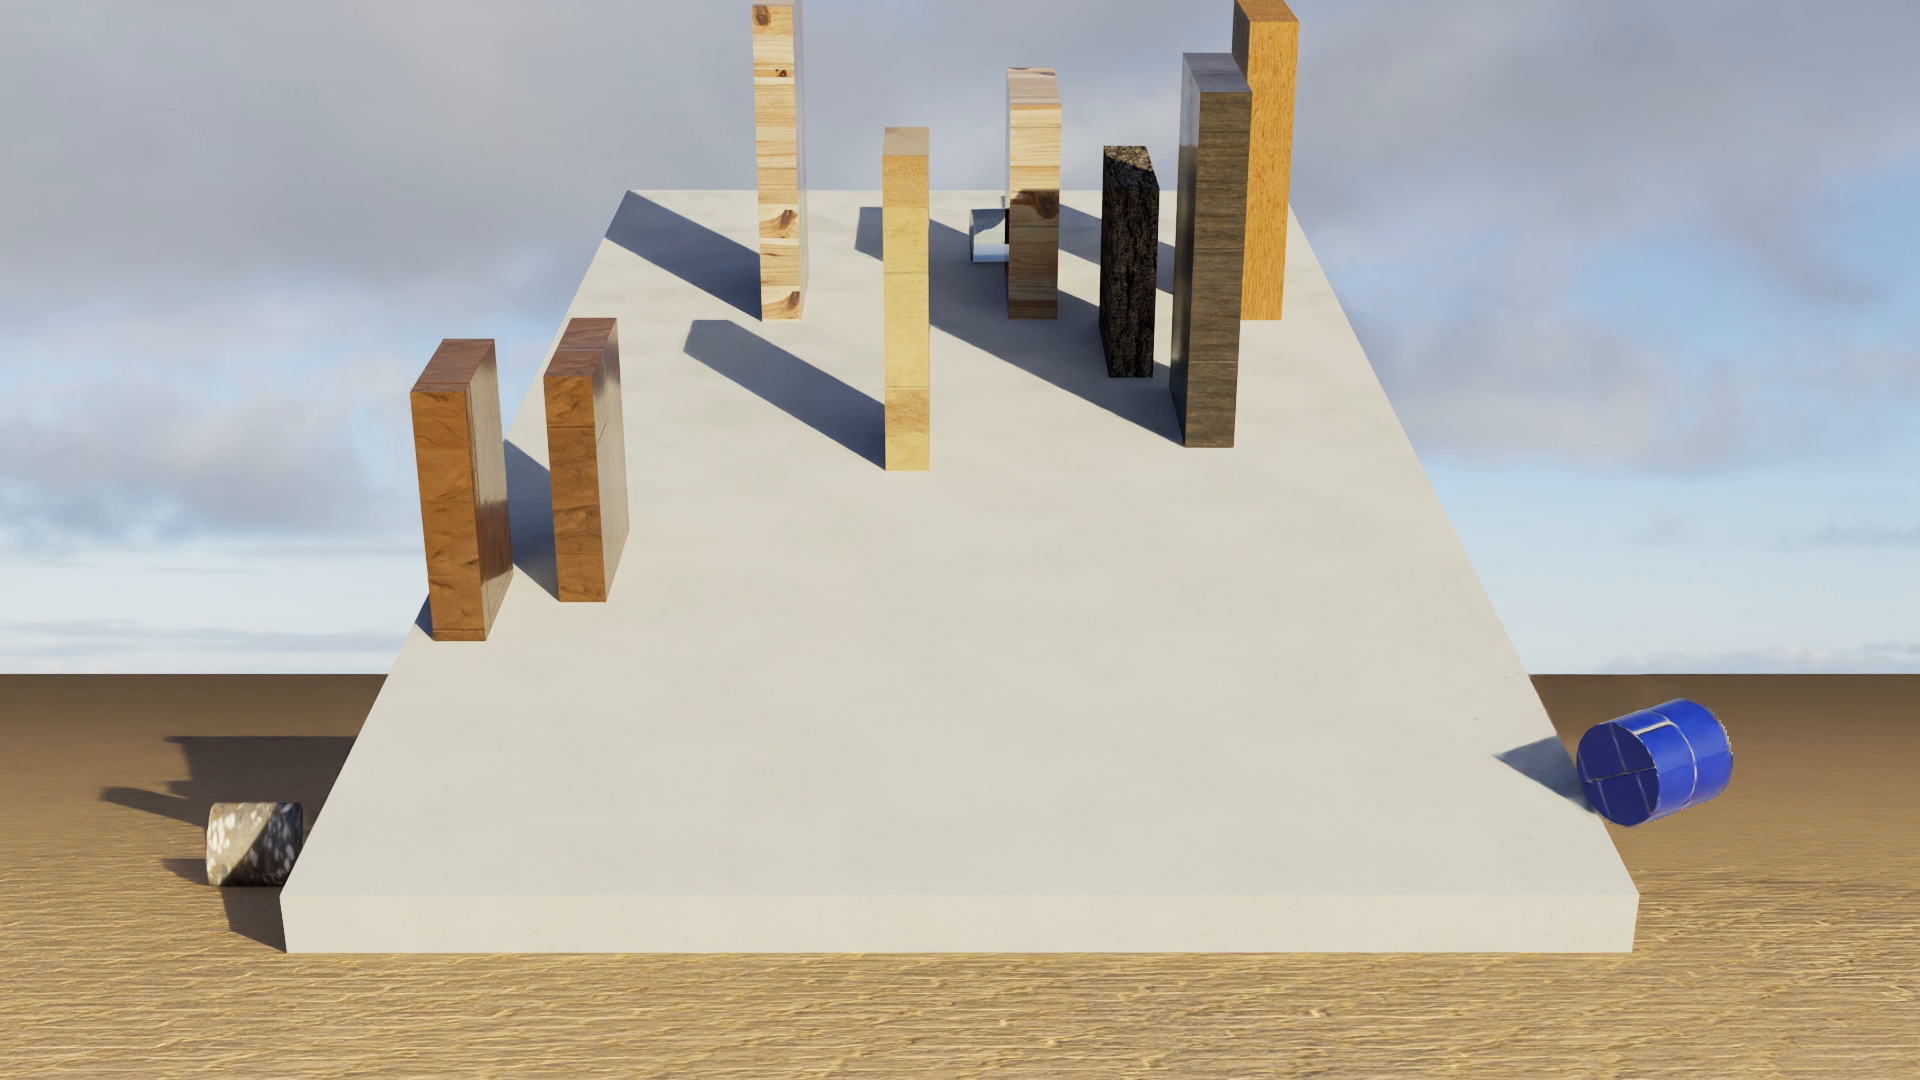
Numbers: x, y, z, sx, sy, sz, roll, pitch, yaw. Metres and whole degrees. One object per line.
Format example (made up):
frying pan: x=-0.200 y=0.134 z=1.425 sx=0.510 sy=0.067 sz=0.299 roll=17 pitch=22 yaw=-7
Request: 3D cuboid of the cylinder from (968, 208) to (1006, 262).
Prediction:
cylinder: x=0.104 y=-0.836 z=6.361 sx=0.147 sy=0.147 sz=0.147 roll=-2 pitch=-3 yaw=-5

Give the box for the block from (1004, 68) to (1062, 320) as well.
block: x=0.185 y=-0.904 z=6.010 sx=0.125 sy=0.551 sz=0.447 roll=0 pitch=23 yaw=0

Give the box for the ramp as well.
ramp: x=-0.008 y=-0.227 z=5.263 sx=2.000 sy=0.100 sz=4.000 roll=0 pitch=23 yaw=0

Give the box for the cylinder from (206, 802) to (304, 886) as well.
cylinder: x=-1.371 y=0.592 z=4.513 sx=0.162 sy=0.162 sz=0.162 roll=1 pitch=-3 yaw=-10

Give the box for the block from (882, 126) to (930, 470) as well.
block: x=-0.112 y=-0.512 z=4.934 sx=0.093 sy=0.685 sz=0.252 roll=0 pitch=23 yaw=0

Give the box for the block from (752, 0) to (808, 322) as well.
block: x=-0.454 y=-0.995 z=5.908 sx=0.097 sy=0.795 sz=0.383 roll=0 pitch=23 yaw=0

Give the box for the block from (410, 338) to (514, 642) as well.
block: x=-0.903 y=-0.094 z=4.226 sx=0.094 sy=0.477 sz=0.293 roll=0 pitch=23 yaw=0

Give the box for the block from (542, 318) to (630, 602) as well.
block: x=-0.707 y=-0.157 z=4.410 sx=0.088 sy=0.447 sz=0.344 roll=0 pitch=23 yaw=0

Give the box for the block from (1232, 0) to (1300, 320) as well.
block: x=0.761 y=-0.975 z=5.918 sx=0.119 sy=0.756 sz=0.343 roll=0 pitch=23 yaw=0

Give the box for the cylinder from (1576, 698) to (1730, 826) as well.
cylinder: x=1.080 y=0.345 z=3.613 sx=0.163 sy=0.163 sz=0.163 roll=-13 pitch=4 yaw=-31

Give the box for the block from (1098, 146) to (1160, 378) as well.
block: x=0.406 y=-0.678 z=5.603 sx=0.104 sy=0.459 sz=0.409 roll=0 pitch=23 yaw=0

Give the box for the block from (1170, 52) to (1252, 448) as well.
block: x=0.547 y=-0.641 z=5.109 sx=0.107 sy=0.785 sz=0.396 roll=0 pitch=23 yaw=0
